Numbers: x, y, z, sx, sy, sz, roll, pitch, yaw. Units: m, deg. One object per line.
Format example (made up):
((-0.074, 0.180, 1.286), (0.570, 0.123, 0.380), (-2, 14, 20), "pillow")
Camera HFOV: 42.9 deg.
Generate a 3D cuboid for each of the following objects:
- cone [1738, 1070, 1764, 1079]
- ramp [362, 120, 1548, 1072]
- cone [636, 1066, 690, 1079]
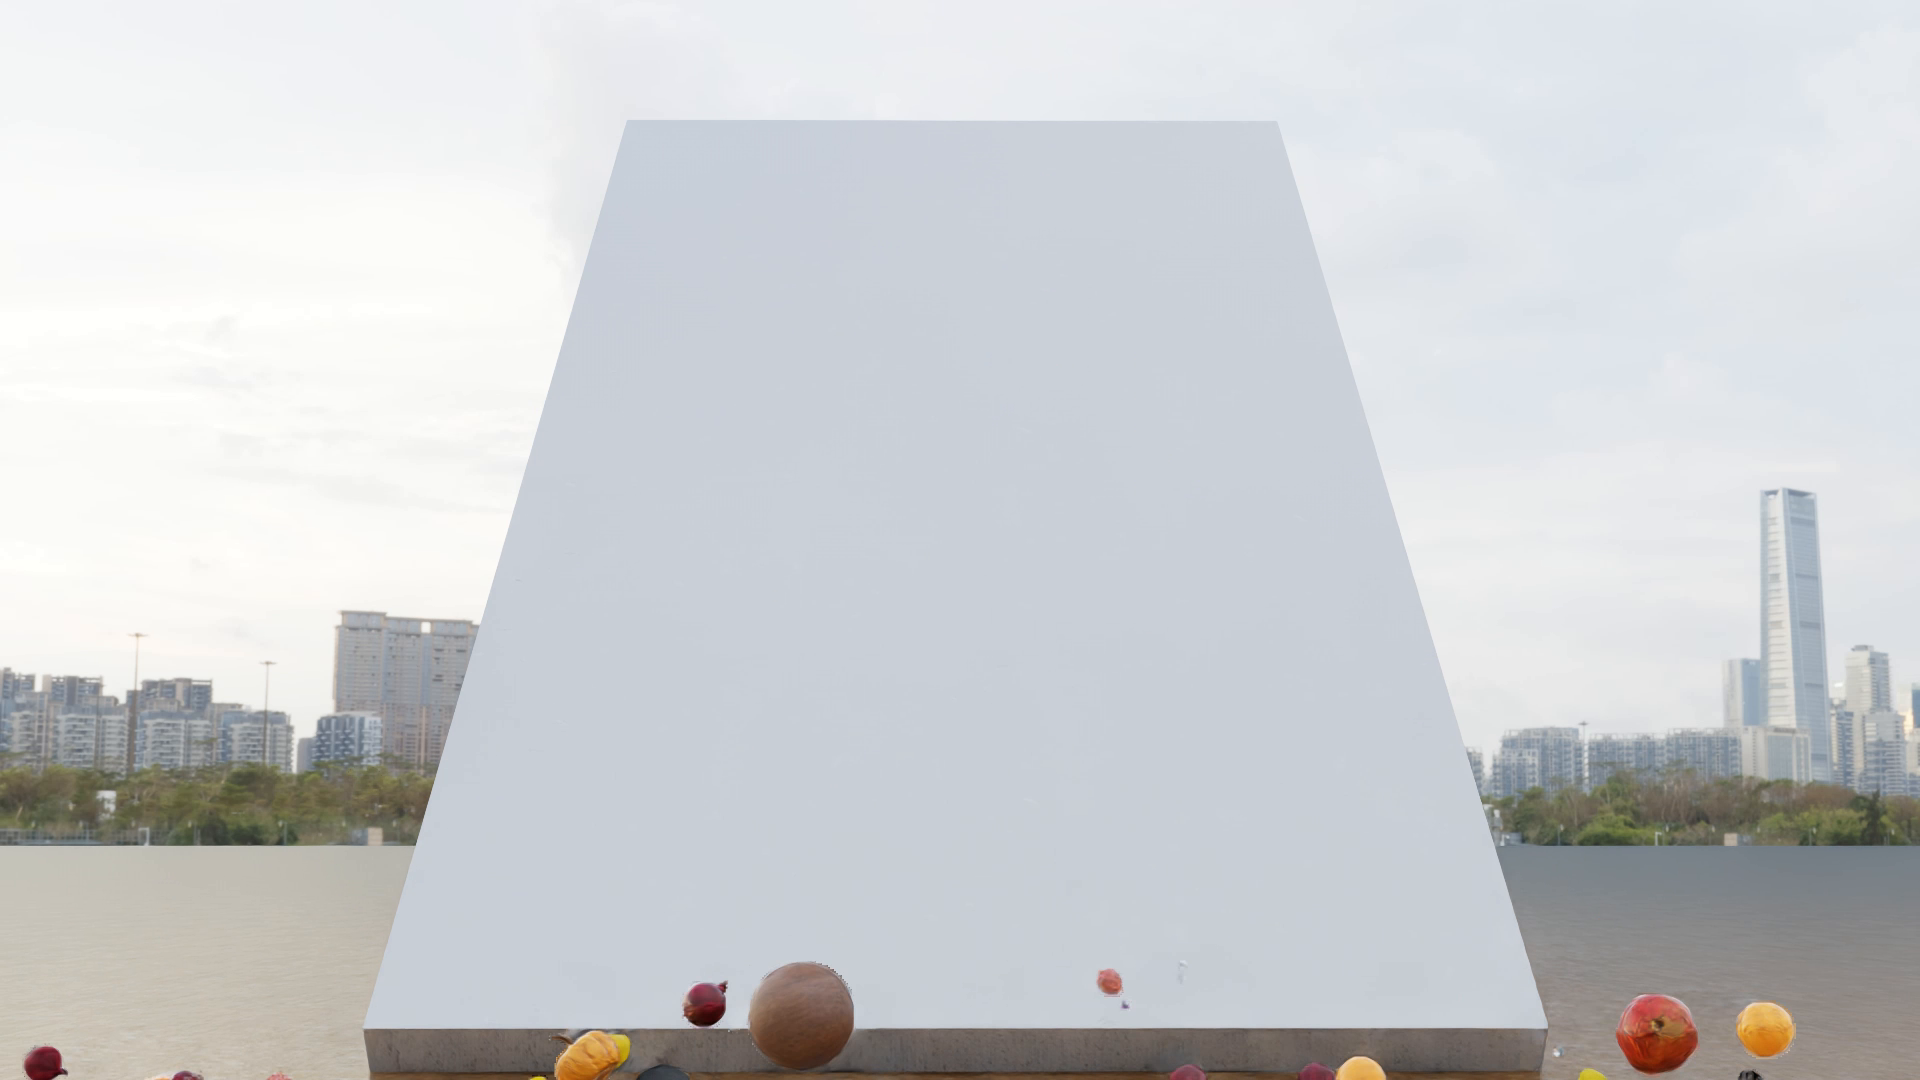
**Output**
((1.128, 0.815, 3.543), (0.070, 0.070, 0.070), (5, -35, -38), "cone")
((-0.015, -0.191, 5.845), (2.000, 0.100, 4.000), (0, 32, 0), "ramp")
((-0.408, 0.793, 3.407), (0.093, 0.093, 0.093), (-1, -34, 5), "cone")
